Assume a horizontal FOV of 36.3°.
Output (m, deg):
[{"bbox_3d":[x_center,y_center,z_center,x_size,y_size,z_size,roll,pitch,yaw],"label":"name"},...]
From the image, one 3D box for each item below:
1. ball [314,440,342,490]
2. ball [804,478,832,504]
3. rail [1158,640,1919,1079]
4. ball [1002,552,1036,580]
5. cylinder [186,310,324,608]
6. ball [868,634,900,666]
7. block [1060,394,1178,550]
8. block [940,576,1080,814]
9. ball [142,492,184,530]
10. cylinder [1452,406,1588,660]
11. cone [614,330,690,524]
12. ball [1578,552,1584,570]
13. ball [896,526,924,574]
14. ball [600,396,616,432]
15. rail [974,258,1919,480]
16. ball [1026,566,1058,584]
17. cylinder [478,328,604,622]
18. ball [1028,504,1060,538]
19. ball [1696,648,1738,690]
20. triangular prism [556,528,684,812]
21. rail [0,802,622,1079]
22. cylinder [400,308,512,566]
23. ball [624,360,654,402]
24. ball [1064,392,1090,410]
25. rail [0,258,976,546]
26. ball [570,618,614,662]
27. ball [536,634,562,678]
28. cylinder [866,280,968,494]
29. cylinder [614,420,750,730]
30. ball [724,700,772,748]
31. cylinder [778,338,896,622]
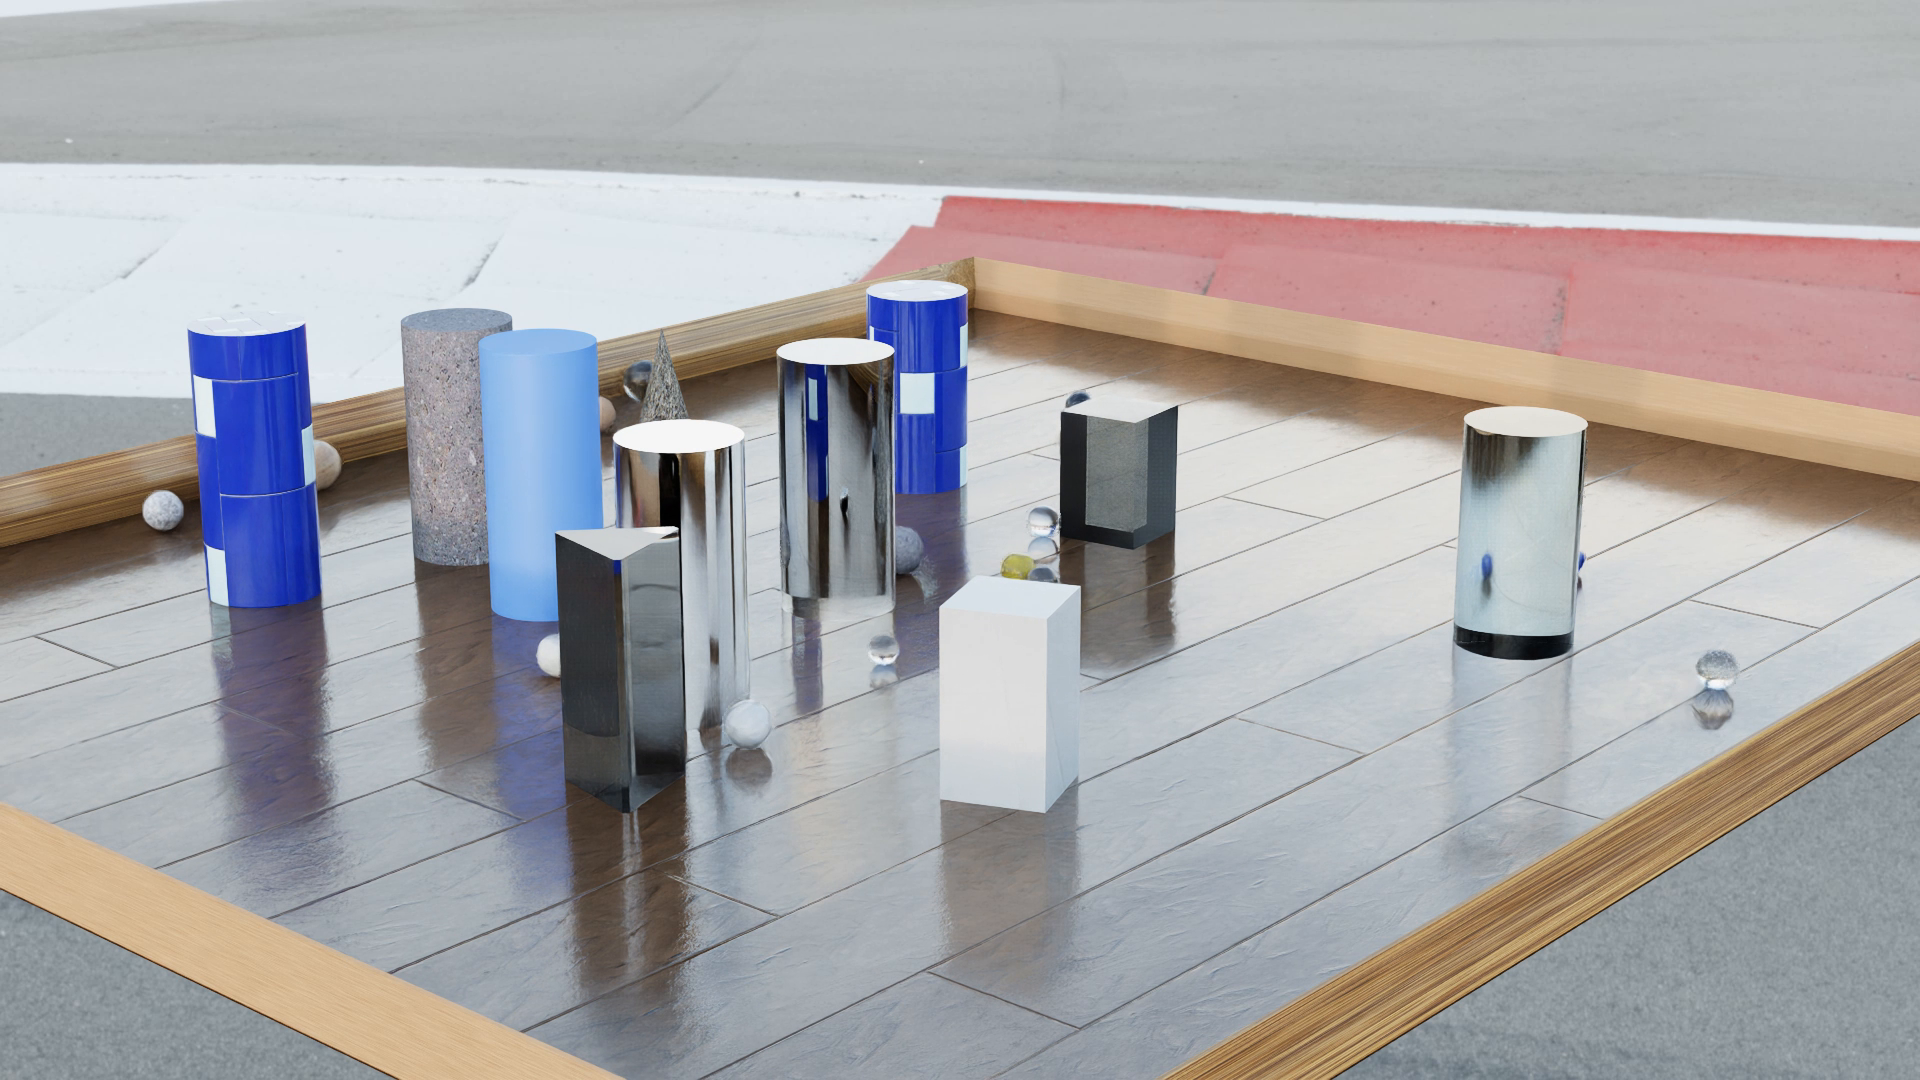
[{"bbox_3d":[-1.267,-0.146,5.769,0.099,0.099,0.099,0,17,0],"label":"ball"},{"bbox_3d":[-0.276,-0.096,5.685,0.052,0.052,0.052,0,17,0],"label":"ball"},{"bbox_3d":[1.134,0.316,4.177,0.045,0.129,3.618,14,22,39],"label":"rail"},{"bbox_3d":[0.104,0.054,5.166,0.063,0.063,0.063,0,17,0],"label":"ball"},{"bbox_3d":[-1.221,-0.140,5.086,0.199,0.481,0.199,0,17,0],"label":"cylinder"},{"bbox_3d":[-0.124,0.178,4.775,0.052,0.052,0.052,0,17,0],"label":"ball"},{"bbox_3d":[0.296,-0.129,5.465,0.159,0.241,0.159,11,20,32],"label":"block"},{"bbox_3d":[0.073,0.220,4.222,0.159,0.291,0.159,6,18,19],"label":"block"},{"bbox_3d":[-1.496,-0.054,5.506,0.074,0.074,0.074,0,17,0],"label":"ball"},{"bbox_3d":[0.923,-0.013,4.841,0.199,0.378,0.199,0,17,0],"label":"cylinder"},{"bbox_3d":[-0.556,-0.215,5.514,0.199,0.378,0.199,0,17,0],"label":"cone"},{"bbox_3d":[1.096,0.035,5.259,0.046,0.046,0.046,0,17,0],"label":"ball"},{"bbox_3d":[-0.107,0.019,5.243,0.086,0.086,0.086,0,17,0],"label":"ball"},{"bbox_3d":[-0.769,-0.265,6.198,0.079,0.079,0.079,0,17,0],"label":"ball"},{"bbox_3d":[1.171,-0.356,6.411,3.050,0.129,0.045,14,22,39],"label":"rail"},{"bbox_3d":[0.142,0.075,5.107,0.058,0.058,0.058,0,17,0],"label":"ball"},{"bbox_3d":[-0.713,-0.113,5.021,0.199,0.466,0.199,0,17,0],"label":"cylinder"},{"bbox_3d":[0.156,-0.035,5.468,0.060,0.060,0.060,0,17,0],"label":"ball"},{"bbox_3d":[1.203,0.206,4.660,0.065,0.065,0.065,0,17,0],"label":"ball"},{"bbox_3d":[-0.466,0.175,4.219,0.149,0.377,0.172,-12,21,-35],"label":"triangular prism"},{"bbox_3d":[-1.171,0.421,3.829,3.050,0.129,0.045,14,22,39],"label":"rail"},{"bbox_3d":[-0.905,-0.189,5.334,0.199,0.432,0.199,0,17,0],"label":"cylinder"},{"bbox_3d":[-0.695,-0.349,6.456,0.092,0.092,0.092,0,17,0],"label":"ball"},{"bbox_3d":[0.257,-0.285,6.290,0.065,0.065,0.065,0,17,0],"label":"ball"},{"bbox_3d":[-1.134,-0.251,6.062,0.045,0.129,3.618,14,22,39],"label":"rail"},{"bbox_3d":[-0.602,0.164,4.787,0.071,0.071,0.071,0,17,0],"label":"ball"},{"bbox_3d":[-0.646,0.185,4.717,0.071,0.071,0.071,0,17,0],"label":"ball"},{"bbox_3d":[-0.084,-0.303,5.793,0.199,0.386,0.199,0,17,0],"label":"cylinder"},{"bbox_3d":[-0.427,0.053,4.518,0.199,0.440,0.199,0,17,0],"label":"cylinder"},{"bbox_3d":[-0.319,0.277,4.411,0.072,0.072,0.072,0,17,0],"label":"ball"},{"bbox_3d":[-0.211,-0.105,5.023,0.199,0.449,0.199,0,17,0],"label":"cylinder"}]
